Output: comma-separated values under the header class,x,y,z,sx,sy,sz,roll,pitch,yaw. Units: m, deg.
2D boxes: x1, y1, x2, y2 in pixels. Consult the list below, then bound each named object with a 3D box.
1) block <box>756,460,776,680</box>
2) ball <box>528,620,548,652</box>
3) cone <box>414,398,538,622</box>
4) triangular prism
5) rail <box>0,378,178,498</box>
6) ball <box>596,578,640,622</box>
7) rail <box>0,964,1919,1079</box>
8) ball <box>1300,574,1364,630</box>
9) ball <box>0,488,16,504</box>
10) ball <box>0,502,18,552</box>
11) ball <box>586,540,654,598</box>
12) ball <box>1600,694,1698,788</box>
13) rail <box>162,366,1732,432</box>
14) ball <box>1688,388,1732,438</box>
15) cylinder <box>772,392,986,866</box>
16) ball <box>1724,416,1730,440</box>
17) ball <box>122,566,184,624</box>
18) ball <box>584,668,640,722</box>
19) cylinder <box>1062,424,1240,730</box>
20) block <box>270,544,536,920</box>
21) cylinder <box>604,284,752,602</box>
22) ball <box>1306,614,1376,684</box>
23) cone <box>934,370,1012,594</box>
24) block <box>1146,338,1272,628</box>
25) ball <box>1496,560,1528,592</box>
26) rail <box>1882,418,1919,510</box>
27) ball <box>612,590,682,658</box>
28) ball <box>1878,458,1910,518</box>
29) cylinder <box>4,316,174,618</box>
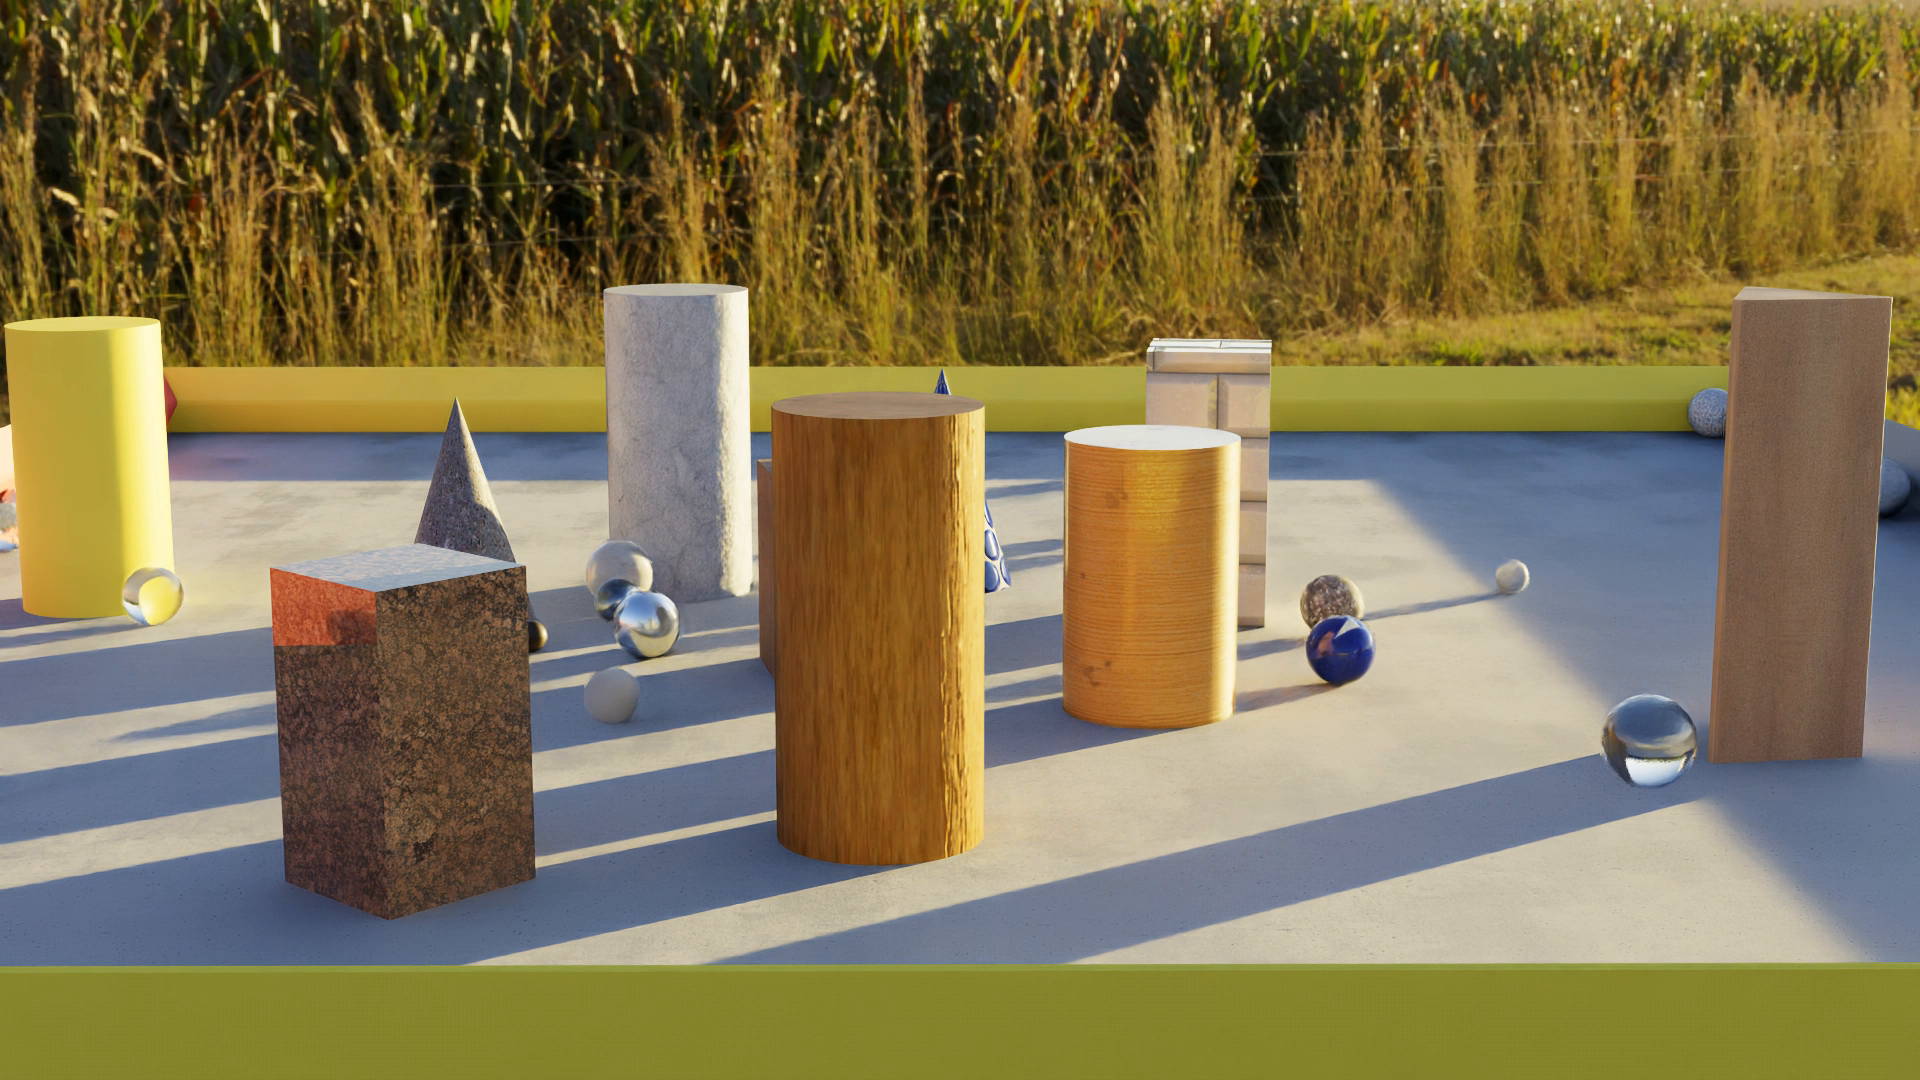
class,x,y,z,sx,sy,sz,roll,pitch,yaw
block,-0.154,0.035,3.118,0.159,0.249,0.159,-2,11,-13
ball,-0.539,0.121,3.224,0.041,0.041,0.041,0,10,0
cone,-0.636,-0.027,3.264,0.199,0.316,0.199,0,10,0
triangular prism,0.868,-0.021,2.757,0.172,0.490,0.149,-2,11,-9
rail,-1.572,0.035,3.440,0.045,0.129,3.488,0,10,0
ball,-0.452,0.080,3.395,0.059,0.059,0.059,0,10,0
rail,0.010,0.346,1.757,3.190,0.129,0.045,0,10,0
ball,0.479,0.085,3.310,0.081,0.081,0.081,0,10,0
ball,-1.558,-0.064,4.223,0.041,0.041,0.041,0,10,0
ball,-1.449,-0.020,3.894,0.075,0.075,0.075,0,10,0
ball,-0.462,0.046,3.487,0.092,0.092,0.092,0,10,0
ball,0.703,0.205,2.618,0.096,0.096,0.096,0,10,0
rail,-0.010,-0.280,5.140,3.190,0.129,0.045,0,10,0
ball,1.492,-0.252,5.083,0.099,0.099,0.099,0,10,0
cylinder,-0.076,0.078,2.426,0.199,0.415,0.199,0,10,0
ball,1.506,-0.212,4.914,0.081,0.081,0.081,0,10,0
ball,-1.064,0.073,3.381,0.078,0.078,0.078,0,10,0
ball,-0.390,0.174,2.879,0.062,0.062,0.062,0,10,0
cylinder,0.217,0.038,2.921,0.199,0.314,0.199,0,10,0
block,-0.498,0.166,2.298,0.159,0.289,0.159,9,14,42
cylinder,-0.393,-0.139,3.585,0.199,0.421,0.199,0,10,0
ball,0.454,0.130,3.056,0.083,0.083,0.083,0,10,0
cone,-0.025,-0.092,3.636,0.199,0.309,0.199,0,10,0
block,0.331,-0.079,3.422,0.159,0.362,0.159,1,11,7
ball,0.773,0.050,3.591,0.046,0.046,0.046,0,10,0
rail,1.572,0.032,3.458,0.045,0.129,3.488,0,10,0
ball,-0.390,0.105,3.192,0.085,0.085,0.085,0,10,0
ball,1.499,-0.084,4.184,0.096,0.096,0.096,0,10,0
cylinder,-1.181,-0.102,3.488,0.199,0.384,0.199,0,10,0
